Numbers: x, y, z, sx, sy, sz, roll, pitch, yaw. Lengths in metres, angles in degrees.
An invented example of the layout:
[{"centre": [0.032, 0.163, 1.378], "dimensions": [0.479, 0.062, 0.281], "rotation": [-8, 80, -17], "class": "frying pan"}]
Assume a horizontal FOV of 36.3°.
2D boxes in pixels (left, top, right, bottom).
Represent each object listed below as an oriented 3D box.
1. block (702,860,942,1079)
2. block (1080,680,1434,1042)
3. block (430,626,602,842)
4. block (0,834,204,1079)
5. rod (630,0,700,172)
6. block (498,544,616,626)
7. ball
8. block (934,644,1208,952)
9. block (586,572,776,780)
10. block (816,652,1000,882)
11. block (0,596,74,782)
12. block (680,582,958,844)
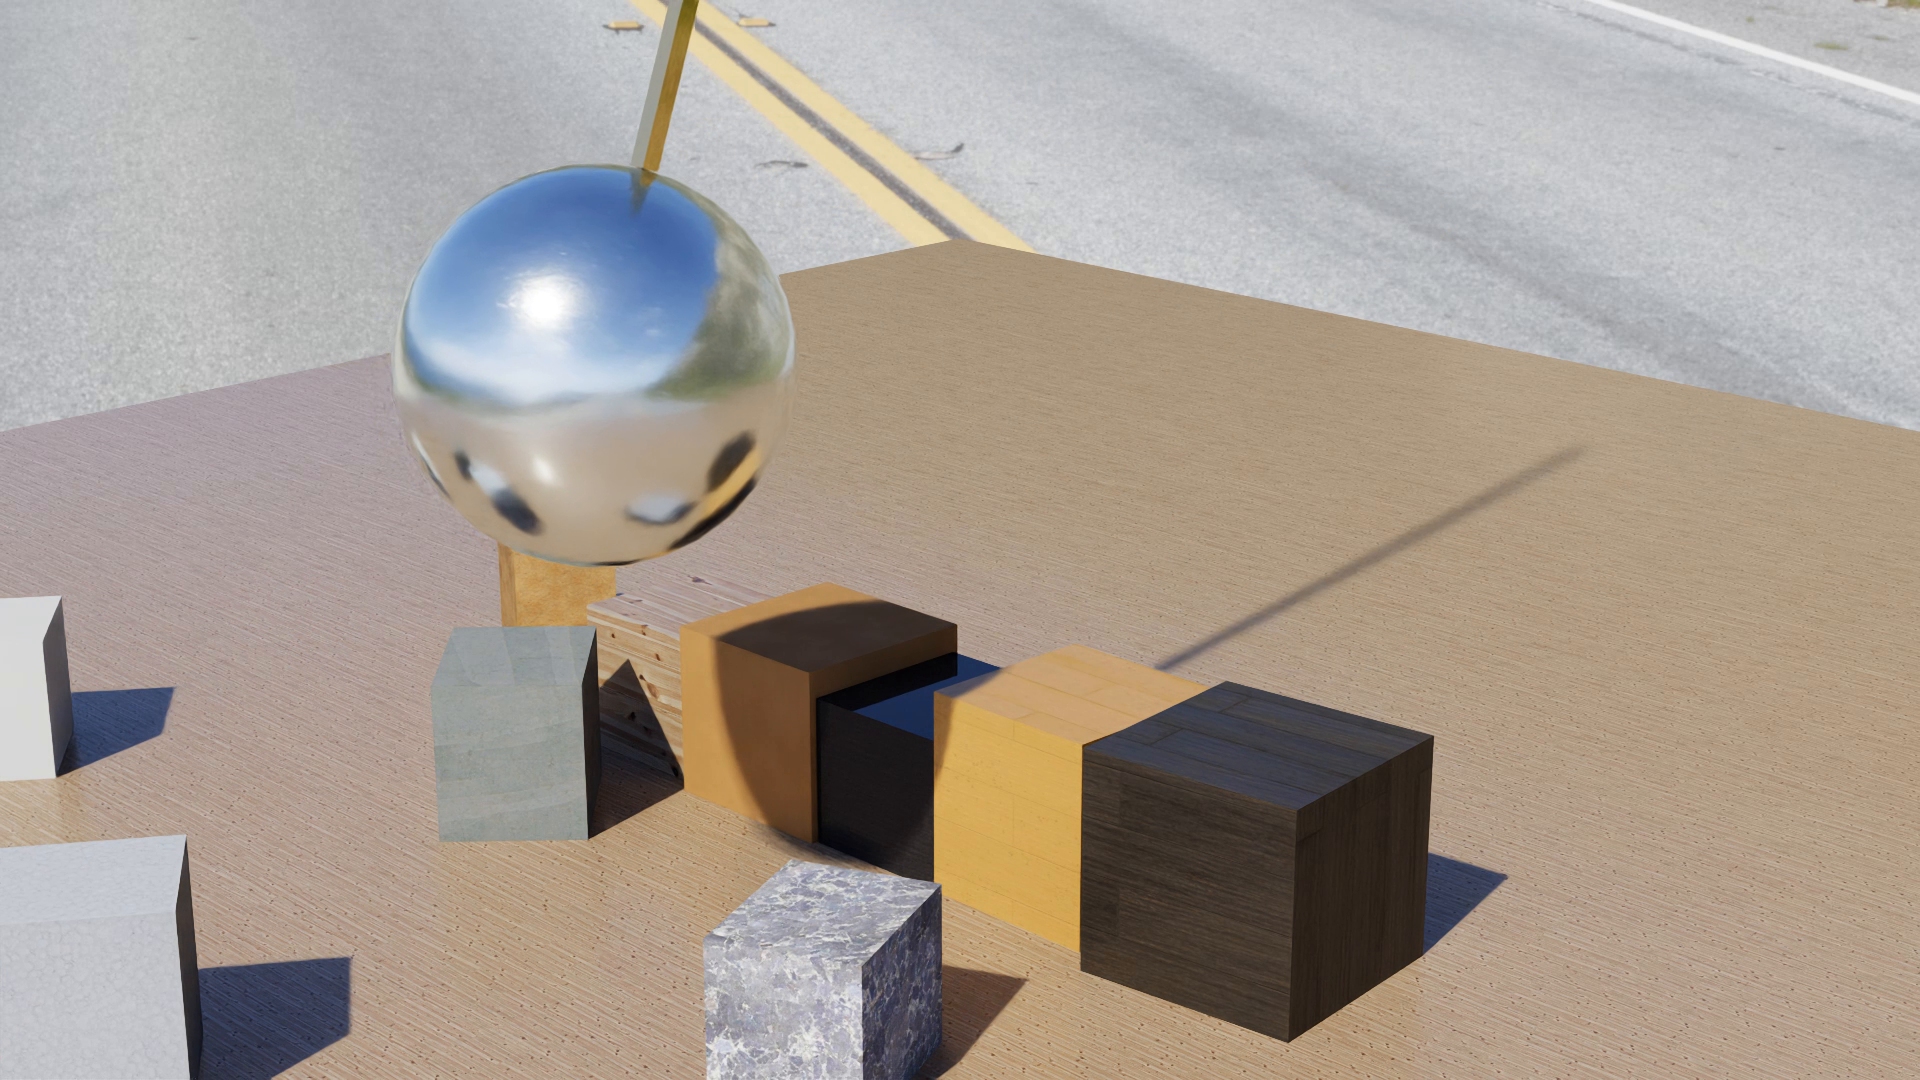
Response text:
[{"centre": [-0.526, 1.777, 11.520], "dimensions": [0.658, 0.701, 0.807], "rotation": [7, 19, 20], "class": "block"}, {"centre": [1.254, 1.329, 12.418], "dimensions": [1.054, 1.017, 1.051], "rotation": [14, 22, 37], "class": "block"}, {"centre": [-2.120, 0.922, 14.110], "dimensions": [0.698, 0.780, 0.838], "rotation": [-1, 17, -2], "class": "block"}, {"centre": [-3.425, 1.726, 11.385], "dimensions": [0.844, 0.880, 0.743], "rotation": [-3, 18, -11], "class": "block"}, {"centre": [-0.624, -3.986, 11.435], "dimensions": [0.080, 5.200, 0.080], "rotation": [17, 4, 42], "class": "rod"}, {"centre": [-2.268, 0.259, 16.511], "dimensions": [0.559, 0.605, 0.556], "rotation": [-6, 18, -17], "class": "block"}, {"centre": [-1.440, -0.690, 11.616], "dimensions": [1.600, 1.600, 1.600], "rotation": [0, 17, 0], "class": "ball"}, {"centre": [0.526, 1.132, 13.137], "dimensions": [0.914, 0.964, 0.905], "rotation": [-16, 24, -42], "class": "block"}, {"centre": [-1.319, 0.687, 14.921], "dimensions": [0.779, 0.742, 0.831], "rotation": [-17, 24, -42], "class": "block"}, {"centre": [-0.076, 1.065, 13.749], "dimensions": [0.773, 0.724, 0.901], "rotation": [16, 24, 42], "class": "block"}, {"centre": [-4.929, 0.753, 14.752], "dimensions": [0.762, 0.718, 0.720], "rotation": [-3, 18, -9], "class": "block"}, {"centre": [-0.684, 0.820, 14.307], "dimensions": [0.969, 0.856, 0.932], "rotation": [-17, 24, -42], "class": "block"}]
